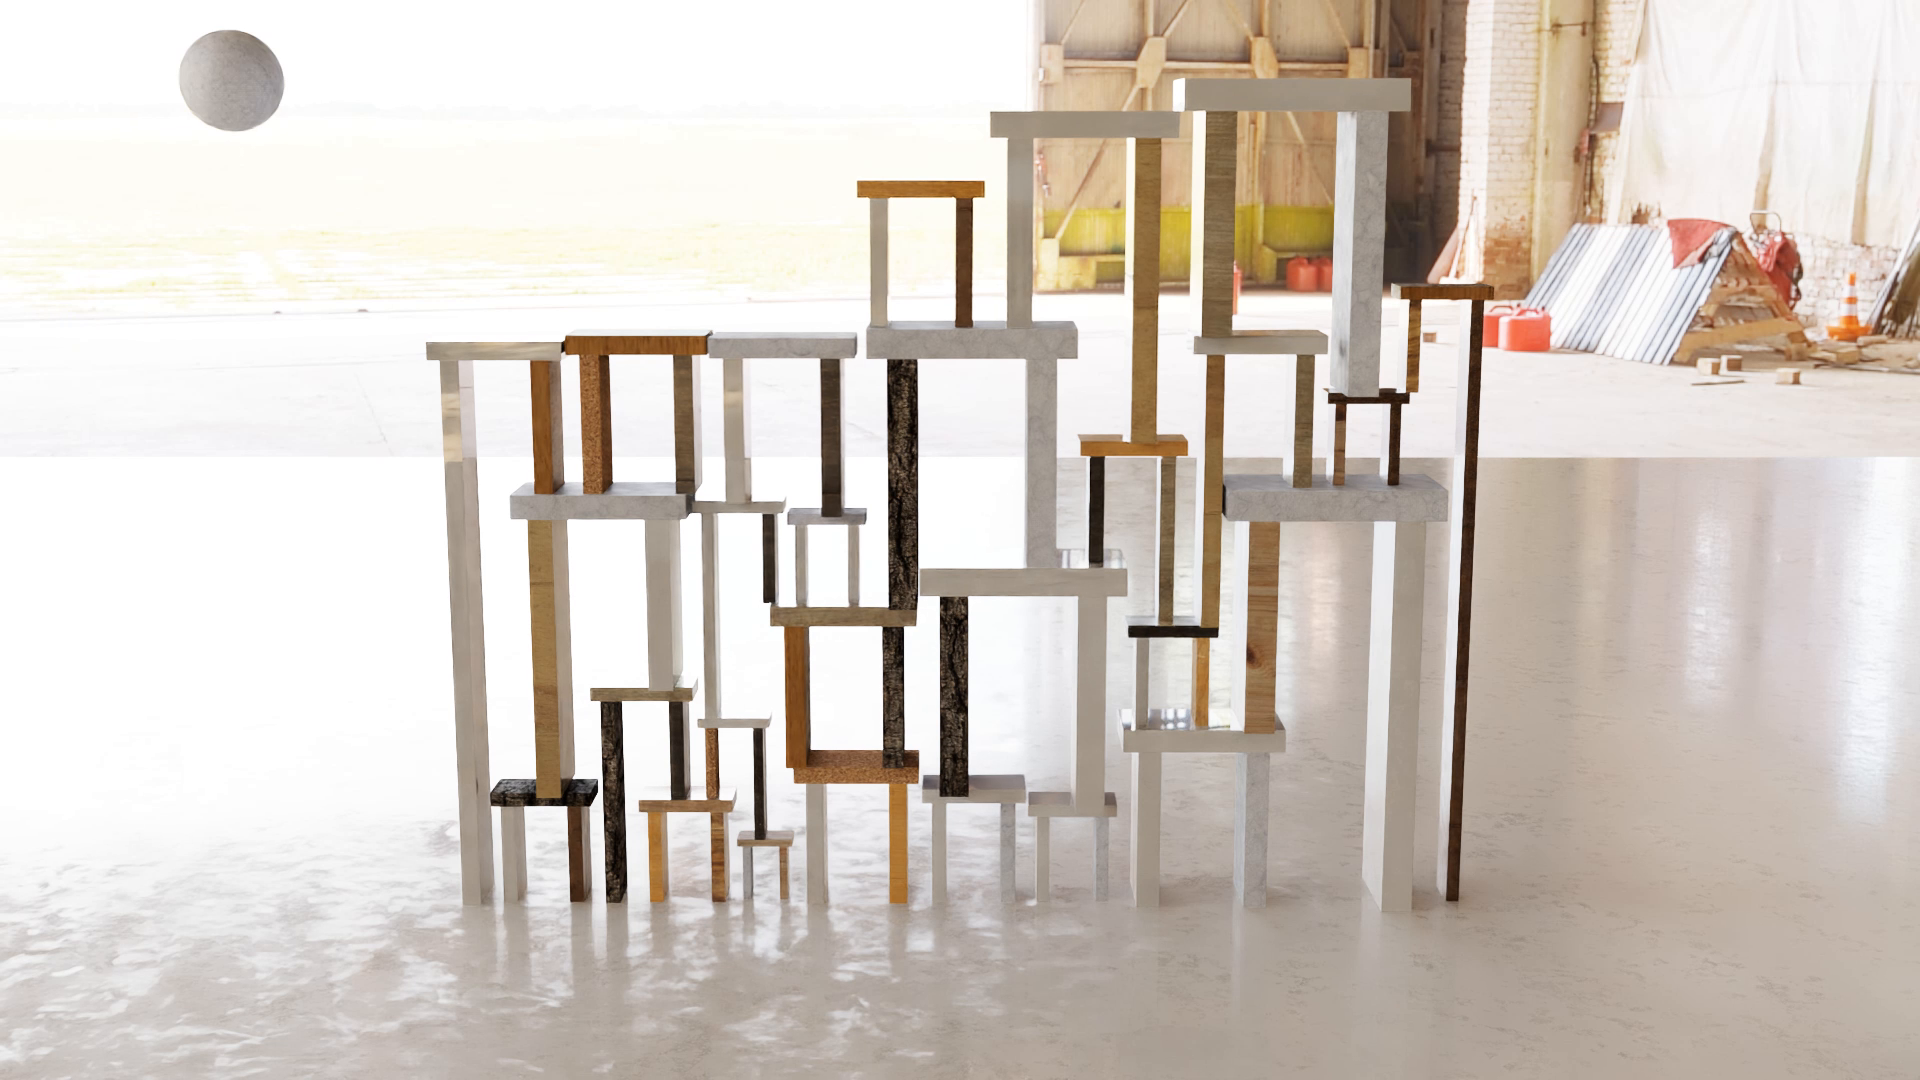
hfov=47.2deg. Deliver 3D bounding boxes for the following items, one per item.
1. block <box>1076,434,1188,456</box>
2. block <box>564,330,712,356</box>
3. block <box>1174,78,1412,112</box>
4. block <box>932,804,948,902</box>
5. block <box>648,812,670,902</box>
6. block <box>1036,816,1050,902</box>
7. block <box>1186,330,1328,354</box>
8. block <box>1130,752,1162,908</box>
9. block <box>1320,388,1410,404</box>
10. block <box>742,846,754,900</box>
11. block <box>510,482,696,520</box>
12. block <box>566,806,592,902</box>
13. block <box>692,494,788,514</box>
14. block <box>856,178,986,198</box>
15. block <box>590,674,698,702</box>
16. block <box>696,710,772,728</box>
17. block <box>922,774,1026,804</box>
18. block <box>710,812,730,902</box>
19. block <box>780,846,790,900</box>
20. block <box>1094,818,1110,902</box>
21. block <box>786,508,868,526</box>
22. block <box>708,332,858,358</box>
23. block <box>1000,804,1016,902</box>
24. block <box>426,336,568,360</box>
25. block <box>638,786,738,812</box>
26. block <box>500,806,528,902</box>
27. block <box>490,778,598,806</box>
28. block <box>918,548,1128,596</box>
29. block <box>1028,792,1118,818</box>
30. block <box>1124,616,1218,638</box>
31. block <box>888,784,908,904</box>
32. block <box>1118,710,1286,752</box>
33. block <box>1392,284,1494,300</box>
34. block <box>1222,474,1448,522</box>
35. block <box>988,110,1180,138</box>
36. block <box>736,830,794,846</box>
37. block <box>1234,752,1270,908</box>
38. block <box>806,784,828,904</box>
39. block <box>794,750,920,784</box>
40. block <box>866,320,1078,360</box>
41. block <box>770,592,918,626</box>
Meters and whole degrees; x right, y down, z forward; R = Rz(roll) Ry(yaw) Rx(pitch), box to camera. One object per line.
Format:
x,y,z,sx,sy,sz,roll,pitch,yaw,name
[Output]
0.276,-0.152,3.530,0.172,0.024,0.086,0,11,-1,block
-0.510,-0.316,3.505,0.221,0.031,0.110,0,11,0,block
0.513,-0.692,3.426,0.345,0.049,0.172,0,11,0,block
-0.034,0.506,3.653,0.024,0.170,0.085,0,11,0,block
-0.501,0.515,3.652,0.022,0.154,0.077,0,11,0,block
0.137,0.519,3.653,0.021,0.146,0.073,0,11,0,block
0.472,-0.315,3.498,0.212,0.030,0.106,0,11,0,block
0.307,0.461,3.645,0.037,0.263,0.131,0,11,0,block
0.648,-0.230,3.517,0.131,0.018,0.065,0,11,0,block
-0.352,0.546,3.657,0.013,0.091,0.045,0,11,0,block
-0.574,-0.064,3.550,0.279,0.040,0.140,0,11,0,block
-0.632,0.509,3.654,0.023,0.164,0.082,0,11,0,block
-0.356,-0.059,3.552,0.147,0.021,0.073,0,11,0,block
-0.060,-0.553,3.459,0.200,0.028,0.100,0,11,0,block
-0.516,0.242,3.601,0.166,0.024,0.083,0,11,0,block
-0.370,0.293,3.612,0.118,0.017,0.059,0,11,0,block
0.023,0.411,3.635,0.170,0.024,0.085,0,11,0,block
-0.398,0.515,3.652,0.022,0.154,0.077,0,11,0,block
-0.292,0.546,3.657,0.013,0.091,0.045,0,11,0,block
0.234,0.519,3.653,0.021,0.146,0.073,0,11,0,block
-0.214,-0.039,3.557,0.127,0.018,0.063,0,11,1,block
-0.280,-0.310,3.502,0.230,0.033,0.115,0,11,0,block
0.079,0.506,3.653,0.024,0.170,0.085,0,11,0,block
-0.731,-0.306,3.500,0.212,0.030,0.106,0,11,0,block
-0.449,0.428,3.636,0.154,0.022,0.077,0,11,0,block
-0.741,0.509,3.654,0.023,0.164,0.082,0,10,0,block
-0.686,0.418,3.637,0.164,0.023,0.082,0,11,0,block
0.101,0.052,3.565,0.330,0.047,0.165,0,11,0,block
0.185,0.437,3.637,0.146,0.021,0.073,0,11,1,block
0.344,0.141,3.583,0.147,0.021,0.073,0,11,0,block
-0.101,0.489,3.654,0.029,0.204,0.102,0,11,0,block
0.395,0.313,3.617,0.263,0.037,0.131,0,11,0,block
0.764,-0.394,3.486,0.147,0.021,0.073,0,11,0,block
0.595,-0.069,3.546,0.346,0.049,0.173,0,11,0,block
0.191,-0.650,3.440,0.292,0.041,0.146,0,11,0,block
-0.322,0.495,3.647,0.091,0.013,0.045,0,11,0,block
0.483,0.461,3.645,0.037,0.263,0.131,0,11,0,block
-0.238,0.489,3.654,0.029,0.204,0.102,0,10,0,block
-0.170,0.374,3.633,0.204,0.029,0.102,0,11,0,block
0.019,-0.319,3.497,0.330,0.047,0.165,0,11,0,block
-0.187,0.112,3.582,0.236,0.033,0.118,0,11,0,block
